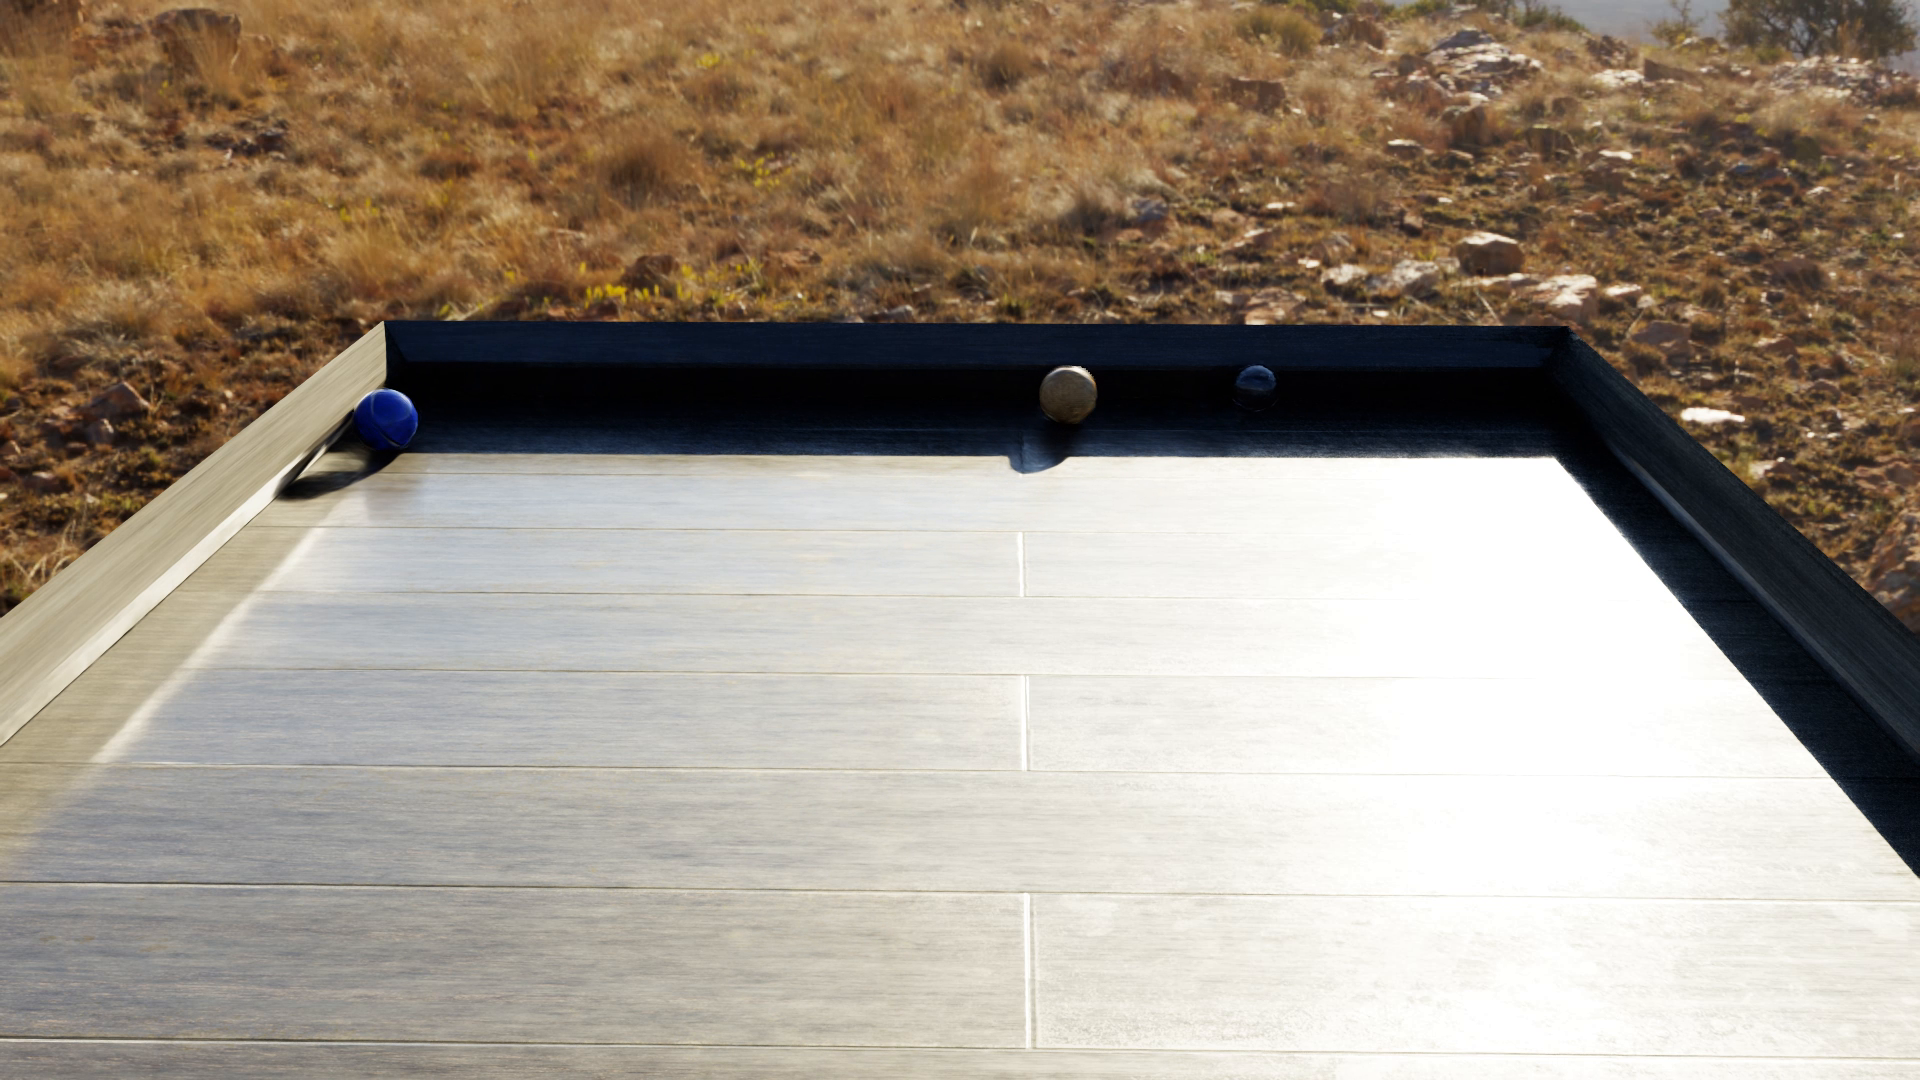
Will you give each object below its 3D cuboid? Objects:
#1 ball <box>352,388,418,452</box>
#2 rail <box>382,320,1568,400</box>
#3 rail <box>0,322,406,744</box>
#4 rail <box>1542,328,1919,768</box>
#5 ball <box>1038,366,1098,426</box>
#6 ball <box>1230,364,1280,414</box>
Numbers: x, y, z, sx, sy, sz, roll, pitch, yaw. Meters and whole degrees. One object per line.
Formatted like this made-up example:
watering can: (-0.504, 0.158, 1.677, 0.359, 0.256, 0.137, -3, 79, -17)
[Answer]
ball: (-0.823, -0.172, 3.151, 0.090, 0.090, 0.090, 0, 18, 0)
rail: (0.018, -0.274, 3.422, 1.849, 0.117, 0.045, 0, 18, 1)
rail: (-0.919, 0.240, 1.822, 0.045, 0.117, 3.449, 0, 18, 1)
rail: (0.882, 0.252, 1.785, 0.045, 0.117, 3.449, 0, 18, 1)
ball: (0.162, -0.214, 3.285, 0.089, 0.089, 0.089, 0, 18, 0)
ball: (0.452, -0.231, 3.359, 0.075, 0.075, 0.075, 0, 18, 0)
